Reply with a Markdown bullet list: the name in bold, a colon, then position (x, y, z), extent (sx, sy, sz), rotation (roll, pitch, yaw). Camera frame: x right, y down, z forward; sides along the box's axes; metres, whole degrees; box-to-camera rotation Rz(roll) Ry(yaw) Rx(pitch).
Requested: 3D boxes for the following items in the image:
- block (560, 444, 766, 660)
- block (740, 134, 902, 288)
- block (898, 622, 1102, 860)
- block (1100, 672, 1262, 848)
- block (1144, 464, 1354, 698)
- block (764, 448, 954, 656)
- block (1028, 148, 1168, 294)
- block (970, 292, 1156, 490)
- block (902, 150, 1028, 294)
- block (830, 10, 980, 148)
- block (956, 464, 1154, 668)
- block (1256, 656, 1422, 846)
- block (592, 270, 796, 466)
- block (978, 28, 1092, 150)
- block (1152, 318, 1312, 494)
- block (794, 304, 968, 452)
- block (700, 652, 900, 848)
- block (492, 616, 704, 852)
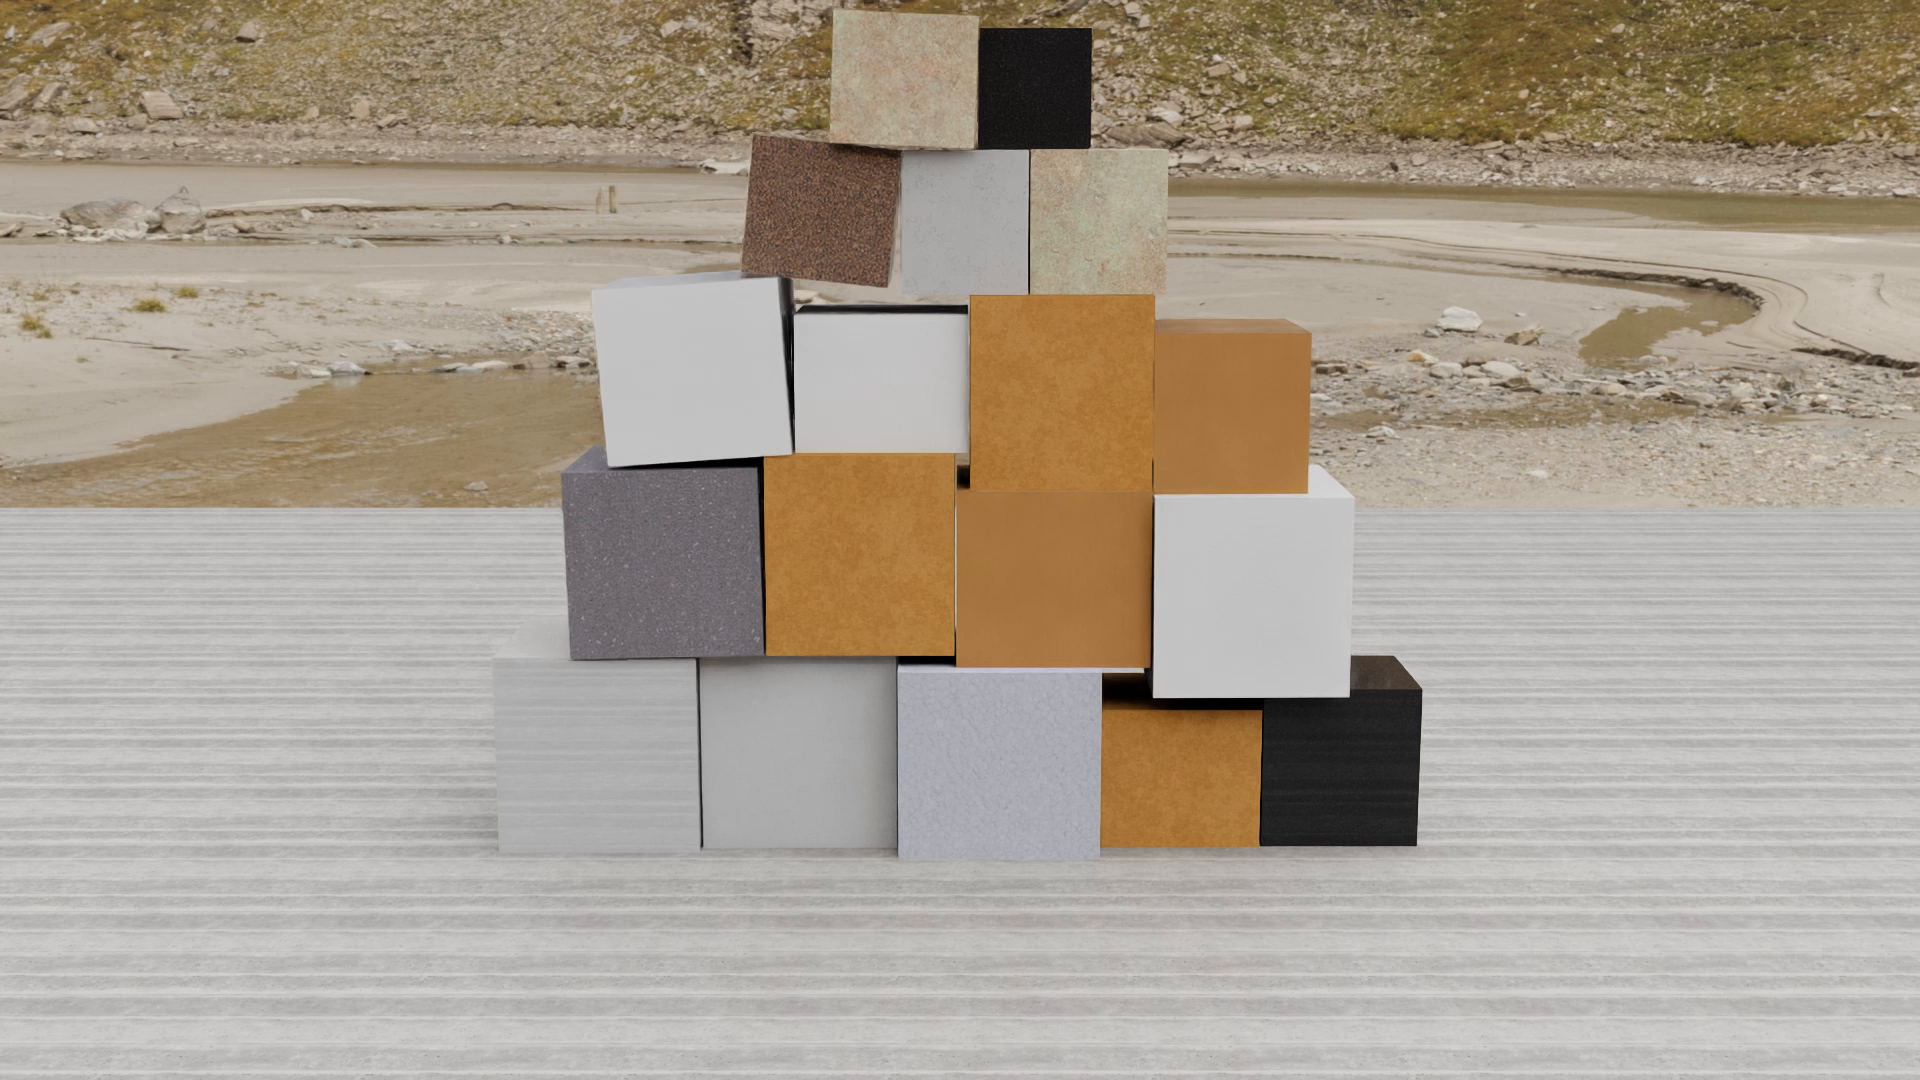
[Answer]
- **block**: position (-1.444, 0.033, 11.178), extent (0.947, 0.923, 0.992), rotation (-1, 10, 0)
- **block**: position (-0.668, -1.636, 10.879), extent (0.709, 0.657, 0.684), rotation (6, 10, -1)
- **block**: position (0.194, 1.010, 11.358), extent (0.997, 0.949, 1.151), rotation (0, 10, 0)
- **block**: position (1.103, 1.126, 11.383), extent (0.802, 0.711, 0.782), rotation (0, 10, 0)
- **block**: position (1.424, 0.188, 11.211), extent (0.961, 0.990, 1.080), rotation (0, 10, 0)
- **block**: position (-0.488, -0.004, 11.180), extent (0.923, 0.990, 0.950), rotation (0, 10, 0)
- **block**: position (0.670, -1.587, 10.905), extent (0.660, 0.692, 0.616), rotation (0, 10, 0)
- **block**: position (0.494, -0.782, 11.041), extent (0.886, 0.942, 0.844), rotation (0, 10, 0)
- **block**: position (0.025, -1.586, 10.910), extent (0.610, 0.688, 0.669), rotation (0, 10, 0)
- **block**: position (-0.265, -2.242, 10.757), extent (0.684, 0.615, 0.765), rotation (2, 10, 0)
- **block**: position (0.460, 0.115, 11.182), extent (0.953, 0.874, 0.927), rotation (0, 10, 0)
- **block**: position (1.908, 1.077, 11.363), extent (0.787, 0.815, 0.730), rotation (0, 10, 0)
- **block**: position (-1.285, -0.885, 11.009), extent (0.888, 0.848, 0.950), rotation (-4, 10, 1)
- **block**: position (0.358, -2.208, 10.796), extent (0.541, 0.567, 0.593), rotation (0, 10, 0)
- **block**: position (1.316, -0.687, 11.075), extent (0.755, 0.782, 0.882), rotation (0, 10, 0)
- **block**: position (-0.381, -0.819, 11.022), extent (0.844, 0.670, 0.719), rotation (0, 10, 0)
- **block**: position (-0.802, 0.977, 11.371), extent (0.975, 1.009, 0.835), rotation (0, 10, 0)
- **block**: position (-1.800, 0.985, 11.361), extent (1.002, 0.997, 0.954), rotation (0, 10, 0)
